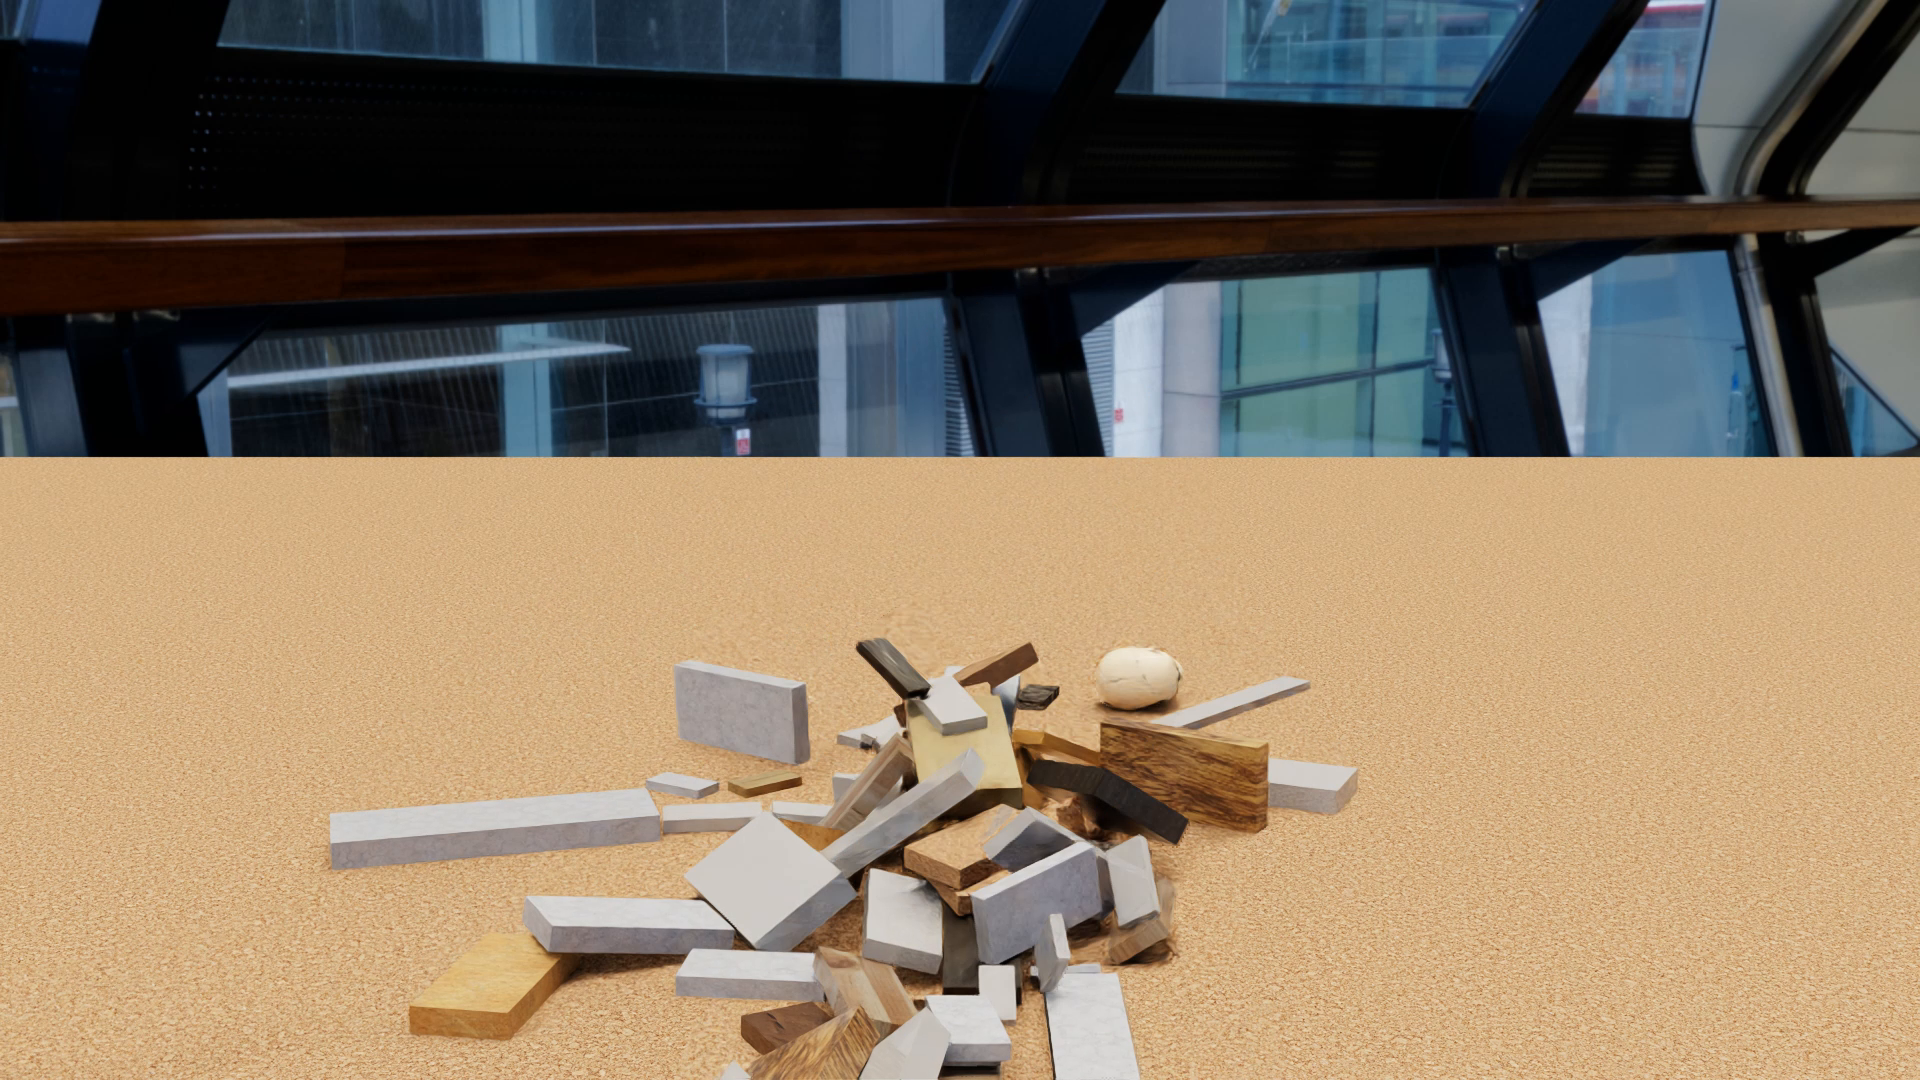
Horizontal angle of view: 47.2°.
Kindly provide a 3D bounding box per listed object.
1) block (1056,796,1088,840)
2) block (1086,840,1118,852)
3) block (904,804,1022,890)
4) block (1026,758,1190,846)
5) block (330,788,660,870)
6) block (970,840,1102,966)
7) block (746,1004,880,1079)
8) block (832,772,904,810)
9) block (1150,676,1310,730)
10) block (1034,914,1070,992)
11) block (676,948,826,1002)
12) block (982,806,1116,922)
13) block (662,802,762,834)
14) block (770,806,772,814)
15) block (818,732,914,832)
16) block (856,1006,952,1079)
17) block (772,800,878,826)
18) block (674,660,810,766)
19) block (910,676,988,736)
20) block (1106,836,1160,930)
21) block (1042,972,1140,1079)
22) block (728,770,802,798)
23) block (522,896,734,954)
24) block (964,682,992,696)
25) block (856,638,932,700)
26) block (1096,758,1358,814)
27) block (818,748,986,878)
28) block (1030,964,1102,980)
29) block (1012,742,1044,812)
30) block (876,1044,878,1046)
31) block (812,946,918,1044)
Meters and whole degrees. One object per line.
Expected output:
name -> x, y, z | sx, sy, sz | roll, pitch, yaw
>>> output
block -> 0.196, 0.509, 3.727 | 0.019, 0.135, 0.067 | -11, 4, 23
block -> 0.184, 0.502, 3.582 | 0.193, 0.027, 0.097 | -1, -11, 38
block -> 0.034, 0.479, 3.450 | 0.116, 0.033, 0.232 | 16, 22, 39
block -> 0.251, 0.453, 3.828 | 0.173, 0.049, 0.346 | 32, -11, -13
block -> -0.832, 0.515, 3.938 | 0.567, 0.049, 0.173 | -3, 11, -16
block -> 0.116, 0.541, 3.278 | 0.219, 0.109, 0.031 | -20, 21, -35
block -> -0.221, 0.699, 2.716 | 0.174, 0.049, 0.348 | -31, 4, 14
block -> -0.168, 0.475, 4.091 | 0.139, 0.070, 0.020 | 5, 22, 23
block -> 0.552, 0.373, 4.781 | 0.072, 0.020, 0.672 | 9, 14, 40
block -> 0.131, 0.588, 3.125 | 0.019, 0.066, 0.131 | -4, -31, -12
block -> -0.302, 0.647, 3.274 | 0.221, 0.031, 0.111 | 1, 11, 6
block -> 0.164, 0.507, 3.421 | 0.323, 0.097, 0.027 | 37, 14, -46
block -> -0.454, 0.509, 4.034 | 0.181, 0.026, 0.090 | -1, 11, -7
block -> -0.320, 0.521, 3.988 | 0.065, 0.018, 0.220 | 0, 11, 0
block -> -0.177, 0.454, 3.804 | 0.033, 0.257, 0.116 | 39, 6, -10
block -> -0.122, 0.713, 2.594 | 0.174, 0.049, 0.481 | -40, 3, 12
block -> -0.239, 0.504, 4.009 | 0.207, 0.020, 0.070 | 6, 11, -8
block -> -0.448, 0.352, 4.503 | 0.323, 0.162, 0.046 | 8, 17, 36
block -> -0.023, 0.294, 3.916 | 0.086, 0.024, 0.172 | -9, 24, -20
block -> 0.268, 0.529, 3.400 | 0.066, 0.131, 0.019 | -31, -42, 27
block -> 0.179, 0.690, 3.045 | 0.109, 0.031, 0.402 | 0, 11, -1
block -> -0.377, 0.471, 4.257 | 0.130, 0.018, 0.065 | -9, 14, -39
block -> -0.511, 0.594, 3.389 | 0.292, 0.041, 0.146 | 7, 6, -28
block -> 0.020, 0.320, 4.065 | 0.086, 0.024, 0.172 | -12, 23, 2
block -> -0.118, 0.228, 3.924 | 0.135, 0.019, 0.067 | 44, 29, 25
block -> 0.513, 0.457, 4.258 | 0.482, 0.046, 0.162 | 5, 11, 23
block -> -0.127, 0.474, 3.580 | 0.375, 0.041, 0.146 | -36, 3, 12
block -> 0.157, 0.644, 3.270 | 0.103, 0.015, 0.052 | -1, -20, 0
block -> 0.124, 0.453, 4.161 | 0.026, 0.090, 0.342 | -31, 5, 11
block -> -0.093, 0.690, 3.091 | 0.052, 0.015, 0.103 | 0, 11, -3
block -> -0.129, 0.643, 3.092 | 0.111, 0.031, 0.336 | 16, 2, -12
